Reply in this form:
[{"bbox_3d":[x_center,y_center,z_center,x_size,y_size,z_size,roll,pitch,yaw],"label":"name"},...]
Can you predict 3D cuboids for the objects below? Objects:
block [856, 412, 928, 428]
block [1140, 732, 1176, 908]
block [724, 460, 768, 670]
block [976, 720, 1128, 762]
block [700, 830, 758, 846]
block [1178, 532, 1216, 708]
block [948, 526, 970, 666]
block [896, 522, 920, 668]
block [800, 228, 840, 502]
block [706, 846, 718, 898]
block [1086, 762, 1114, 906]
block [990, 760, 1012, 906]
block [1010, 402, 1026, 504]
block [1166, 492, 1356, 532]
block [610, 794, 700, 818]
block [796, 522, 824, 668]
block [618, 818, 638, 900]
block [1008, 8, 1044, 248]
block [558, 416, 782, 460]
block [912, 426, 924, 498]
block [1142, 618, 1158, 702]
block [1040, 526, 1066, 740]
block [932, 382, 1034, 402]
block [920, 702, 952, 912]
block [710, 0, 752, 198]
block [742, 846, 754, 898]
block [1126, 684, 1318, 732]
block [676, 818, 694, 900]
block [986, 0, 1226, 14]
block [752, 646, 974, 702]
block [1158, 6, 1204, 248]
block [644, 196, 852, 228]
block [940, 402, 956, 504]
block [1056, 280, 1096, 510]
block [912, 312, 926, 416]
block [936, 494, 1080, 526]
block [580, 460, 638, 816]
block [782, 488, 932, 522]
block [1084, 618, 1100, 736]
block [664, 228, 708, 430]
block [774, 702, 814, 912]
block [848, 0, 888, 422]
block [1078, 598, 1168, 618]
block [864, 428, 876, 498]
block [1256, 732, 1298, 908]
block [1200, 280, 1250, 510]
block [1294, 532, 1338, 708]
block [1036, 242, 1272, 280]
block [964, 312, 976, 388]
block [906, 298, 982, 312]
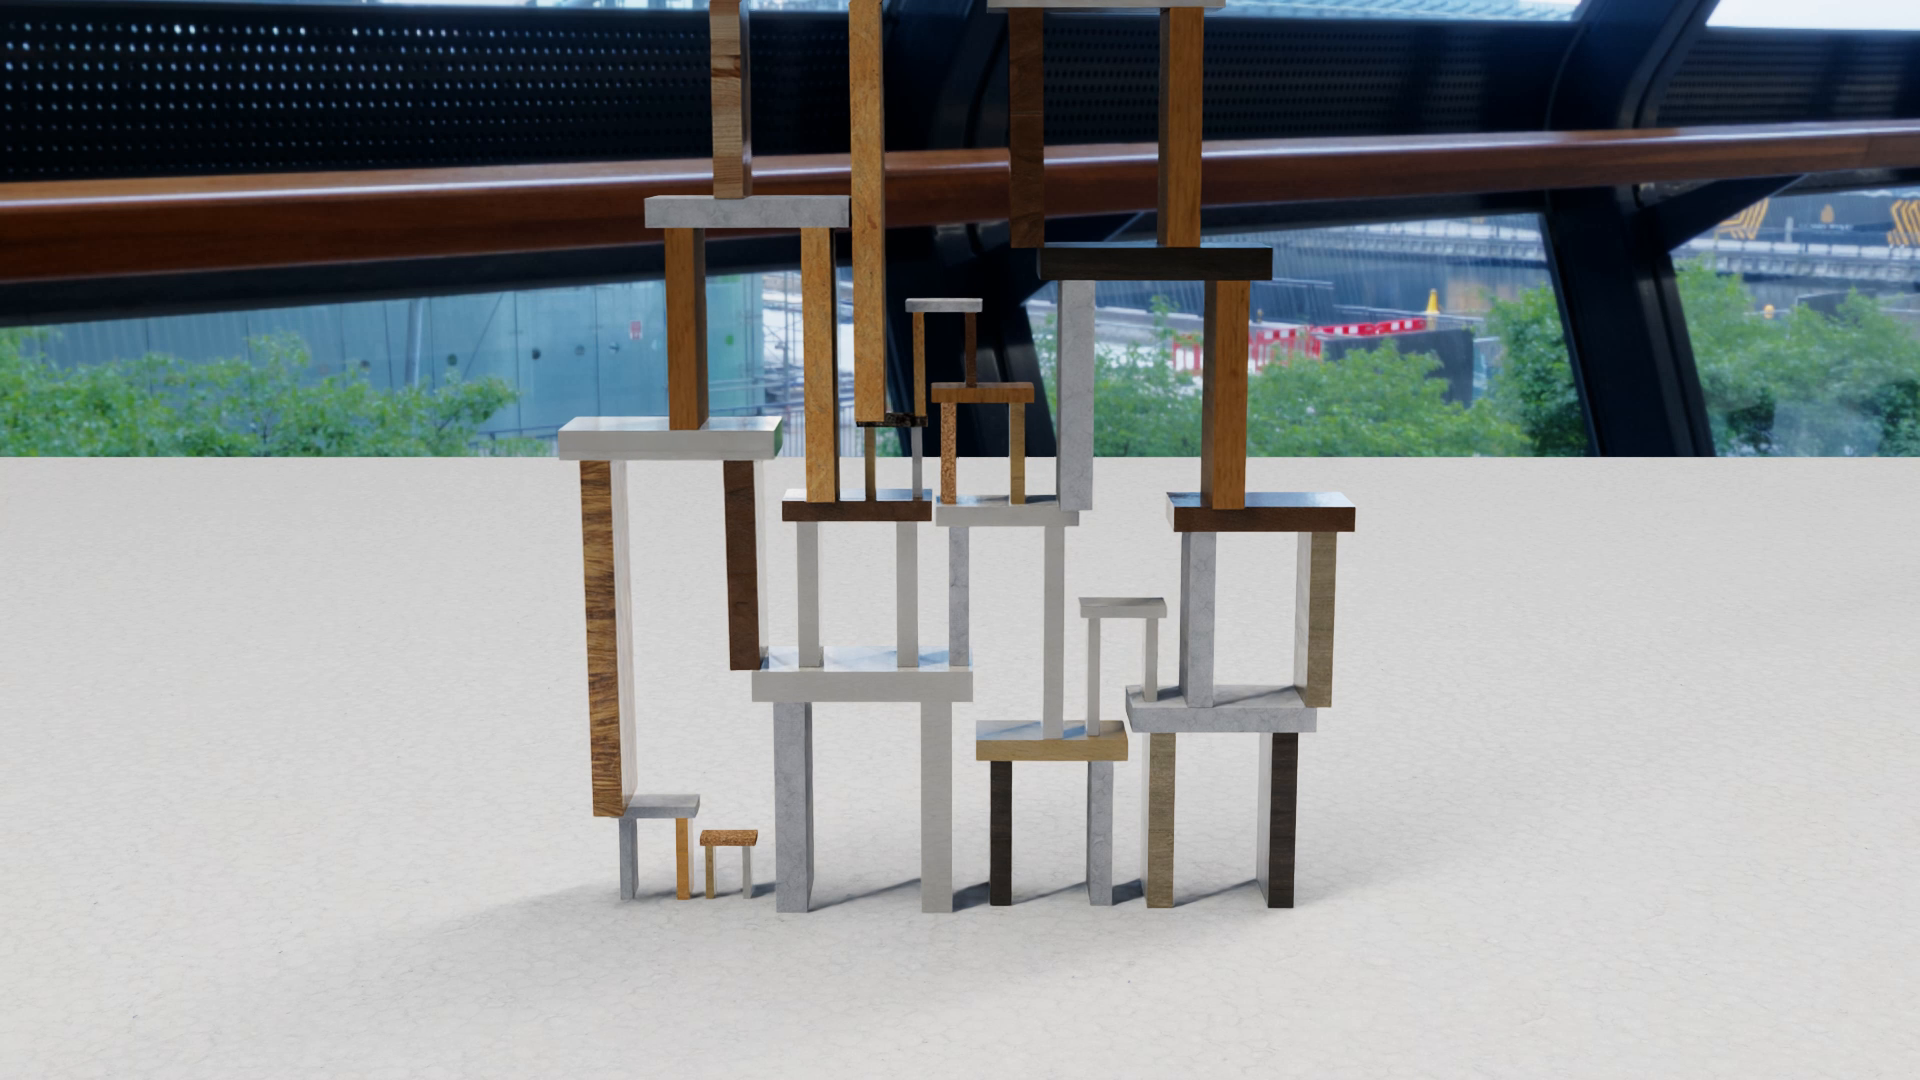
[{"bbox_3d":[-0.108,-0.192,3.519,0.113,0.016,0.057,0,11,0],"label":"block"},{"bbox_3d":[0.327,0.443,3.646,0.042,0.297,0.149,0,11,0],"label":"block"},{"bbox_3d":[-0.346,0.026,3.566,0.048,0.338,0.169,-1,11,0],"label":"block"},{"bbox_3d":[0.149,0.330,3.623,0.247,0.035,0.123,0,11,0],"label":"block"},{"bbox_3d":[-0.383,0.494,3.648,0.092,0.013,0.046,0,11,0],"label":"block"},{"bbox_3d":[0.386,0.115,3.582,0.041,0.287,0.144,0,11,0],"label":"block"},{"bbox_3d":[-0.002,0.080,3.576,0.032,0.229,0.114,0,11,0],"label":"block"},{"bbox_3d":[-0.084,0.077,3.570,0.034,0.238,0.119,0,11,0],"label":"block"},{"bbox_3d":[-0.222,-0.285,3.506,0.044,0.429,0.157,-1,11,0],"label":"block"},{"bbox_3d":[-0.414,0.545,3.658,0.013,0.092,0.046,0,11,0],"label":"block"},{"bbox_3d":[0.232,0.468,3.649,0.035,0.247,0.123,0,11,0],"label":"block"},{"bbox_3d":[0.067,0.468,3.649,0.035,0.247,0.123,0,11,0],"label":"block"},{"bbox_3d":[0.092,-0.145,3.537,0.023,0.163,0.081,0,11,0],"label":"block"},{"bbox_3d":[0.482,-0.046,3.551,0.287,0.041,0.144,0,11,0],"label":"block"},{"bbox_3d":[-0.505,0.441,3.645,0.140,0.020,0.070,0,11,0],"label":"block"},{"bbox_3d":[-0.243,0.077,3.570,0.034,0.238,0.119,0,11,0],"label":"block"},{"bbox_3d":[-0.551,0.520,3.660,0.020,0.140,0.070,0,11,0],"label":"block"},{"bbox_3d":[0.102,-0.643,3.439,0.051,0.360,0.180,-1,11,0],"label":"block"},{"bbox_3d":[-0.461,-0.164,3.530,0.338,0.048,0.169,0,11,0],"label":"block"},{"bbox_3d":[-0.068,-0.129,3.532,0.016,0.113,0.057,0,11,0],"label":"block"},{"bbox_3d":[0.310,0.188,3.593,0.020,0.139,0.070,0,11,0],"label":"block"},{"bbox_3d":[0.151,0.140,3.587,0.032,0.351,0.114,0,11,0],"label":"block"},{"bbox_3d":[0.036,-0.236,3.518,0.163,0.023,0.081,0,11,-1],"label":"block"},{"bbox_3d":[-0.038,0.417,3.633,0.050,0.354,0.177,0,11,0],"label":"block"},{"bbox_3d":[-0.356,-0.695,3.425,0.045,0.319,0.159,0,11,0],"label":"block"},{"bbox_3d":[-0.353,0.545,3.658,0.013,0.092,0.046,0,11,0],"label":"block"},{"bbox_3d":[0.426,0.277,3.615,0.297,0.042,0.148,0,11,0],"label":"block"},{"bbox_3d":[-0.458,0.520,3.660,0.020,0.140,0.070,0,11,0],"label":"block"},{"bbox_3d":[0.222,-0.846,3.402,0.360,0.051,0.180,0,11,0],"label":"block"},{"bbox_3d":[-0.156,0.218,3.596,0.354,0.050,0.177,0,11,0],"label":"block"},{"bbox_3d":[0.344,-0.643,3.438,0.051,0.360,0.180,0,11,0],"label":"block"},{"bbox_3d":[-0.329,-0.518,3.462,0.314,0.044,0.157,0,11,0],"label":"block"},{"bbox_3d":[-0.018,-0.144,3.535,0.023,0.163,0.081,0,11,1],"label":"block"},{"bbox_3d":[0.184,-0.239,3.511,0.051,0.359,0.179,0,11,0],"label":"block"},{"bbox_3d":[-0.065,-0.283,3.505,0.017,0.166,0.060,-1,11,-2],"label":"block"},{"bbox_3d":[0.075,-0.048,3.551,0.229,0.032,0.114,0,11,-1],"label":"block"},{"bbox_3d":[-0.571,0.146,3.588,0.048,0.582,0.169,0,11,0],"label":"block"},{"bbox_3d":[-0.164,-0.056,3.545,0.238,0.034,0.119,0,11,0],"label":"block"},{"bbox_3d":[0.217,0.217,3.598,0.020,0.197,0.070,0,11,0],"label":"block"},{"bbox_3d":[-0.433,-0.341,3.495,0.044,0.314,0.157,0,11,0],"label":"block"},{"bbox_3d":[-0.274,0.417,3.633,0.050,0.354,0.177,0,11,0],"label":"block"},{"bbox_3d":[-0.143,-0.526,3.454,0.045,0.663,0.159,0,11,0],"label":"block"},{"bbox_3d":[0.264,0.110,3.579,0.140,0.020,0.070,0,11,0],"label":"block"},{"bbox_3d":[-0.143,-0.129,3.533,0.016,0.113,0.057,0,11,0],"label":"block"},{"bbox_3d":[0.525,0.443,3.646,0.042,0.297,0.148,0,11,0],"label":"block"},{"bbox_3d":[0.422,-0.240,3.510,0.051,0.357,0.179,0,11,0],"label":"block"},{"bbox_3d":[0.577,0.115,3.581,0.041,0.287,0.144,0,11,0],"label":"block"},{"bbox_3d":[0.303,-0.441,3.473,0.357,0.051,0.179,0,11,0],"label":"block"},{"bbox_3d":[0.017,-0.305,3.497,0.017,0.120,0.060,-1,11,-1],"label":"block"},{"bbox_3d":[-0.025,-0.372,3.486,0.120,0.017,0.060,0,11,1],"label":"block"}]
